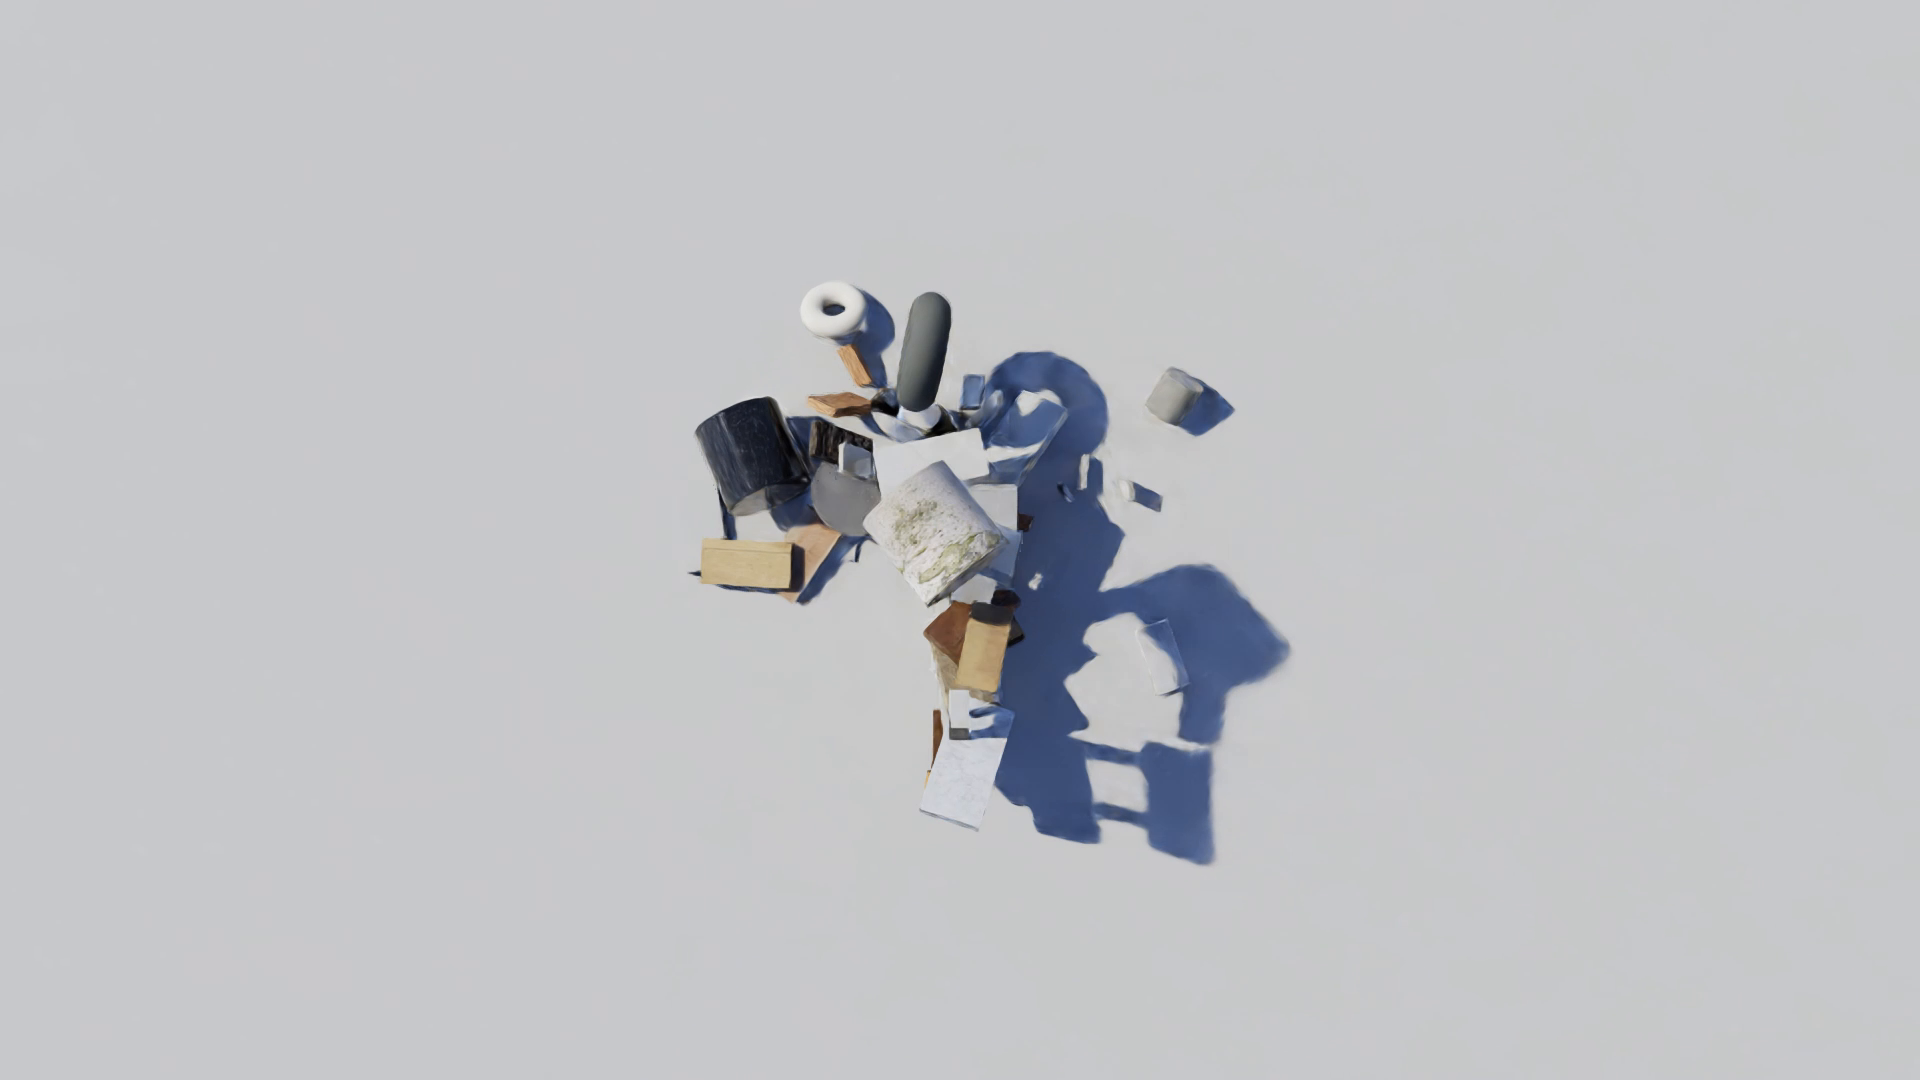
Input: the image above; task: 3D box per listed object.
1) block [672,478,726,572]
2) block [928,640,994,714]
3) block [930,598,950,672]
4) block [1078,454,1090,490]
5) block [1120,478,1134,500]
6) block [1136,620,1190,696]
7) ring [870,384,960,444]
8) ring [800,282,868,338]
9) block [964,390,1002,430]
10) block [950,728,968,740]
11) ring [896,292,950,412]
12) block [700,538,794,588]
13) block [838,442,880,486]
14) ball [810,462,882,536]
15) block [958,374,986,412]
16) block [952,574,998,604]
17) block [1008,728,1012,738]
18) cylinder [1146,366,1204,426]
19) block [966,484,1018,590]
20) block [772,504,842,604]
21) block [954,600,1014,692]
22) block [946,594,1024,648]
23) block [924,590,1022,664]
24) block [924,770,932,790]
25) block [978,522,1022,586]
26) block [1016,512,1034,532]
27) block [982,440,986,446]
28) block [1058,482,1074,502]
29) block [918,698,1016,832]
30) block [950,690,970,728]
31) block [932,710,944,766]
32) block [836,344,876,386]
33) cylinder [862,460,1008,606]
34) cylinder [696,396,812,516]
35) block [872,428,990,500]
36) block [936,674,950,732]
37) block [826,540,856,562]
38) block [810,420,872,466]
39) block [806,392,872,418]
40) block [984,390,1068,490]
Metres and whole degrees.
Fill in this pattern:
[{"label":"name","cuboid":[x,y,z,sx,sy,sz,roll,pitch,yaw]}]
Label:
[{"label":"block","cuboid":[-0.861,-0.048,5.479,0.149,0.042,0.297,-8,90,0]},{"label":"block","cuboid":[0.000,0.401,5.210,0.148,0.042,0.295,-4,57,-17]},{"label":"block","cuboid":[-0.013,0.290,5.347,0.143,0.041,0.286,5,79,2]},{"label":"block","cuboid":[0.409,-0.226,5.465,0.016,0.056,0.113,7,84,-10]},{"label":"block","cuboid":[0.551,-0.167,5.438,0.016,0.112,0.056,-5,103,-10]},{"label":"block","cuboid":[0.674,0.390,5.484,0.113,0.032,0.226,-19,90,0]},{"label":"ring","cuboid":[-0.145,-0.383,5.335,0.322,0.322,0.107,31,73,0]},{"label":"ring","cuboid":[-0.415,-0.757,5.428,0.224,0.075,0.224,-1,58,1]},{"label":"block","cuboid":[0.076,-0.411,5.415,0.020,0.071,0.188,28,130,-23]},{"label":"block","cuboid":[-0.002,0.538,4.678,0.054,0.109,0.015,0,60,0]},{"label":"ring","cuboid":[-0.112,-0.576,5.067,0.123,0.370,0.370,10,90,-5]},{"label":"block","cuboid":[-0.701,0.076,5.426,0.297,0.042,0.148,3,92,4]},{"label":"block","cuboid":[-0.299,-0.234,5.162,0.185,0.026,0.093,18,64,-39]},{"label":"ball","cuboid":[-0.338,-0.156,5.355,0.290,0.290,0.290,0,90,0]},{"label":"block","cuboid":[0.040,-0.479,5.365,0.071,0.020,0.141,2,52,9]},{"label":"block","cuboid":[0.067,0.082,5.058,0.121,0.384,0.034,14,54,-3]},{"label":"block","cuboid":[0.061,0.563,5.007,0.179,0.358,0.051,9,83,0]},{"label":"cylinder","cuboid":[0.702,-0.471,5.406,0.137,0.137,0.137,32,118,0]},{"label":"block","cuboid":[0.089,-0.007,5.172,0.169,0.048,0.338,-1,114,-4]},{"label":"block","cuboid":[-0.528,0.047,5.460,0.148,0.042,0.297,35,97,0]},{"label":"block","cuboid":[0.070,0.303,4.702,0.121,0.034,0.242,12,85,0]},{"label":"block","cuboid":[0.069,0.224,5.285,0.148,0.042,0.295,-24,64,-16]},{"label":"block","cuboid":[0.041,0.246,5.222,0.148,0.042,0.295,40,65,18]},{"label":"block","cuboid":[-0.012,0.729,4.917,0.179,0.358,0.051,11,83,1]},{"label":"block","cuboid":[0.103,0.033,4.777,0.121,0.242,0.034,22,121,-3]},{"label":"block","cuboid":[0.047,-0.093,5.387,0.378,0.093,0.026,13,109,5]},{"label":"block","cuboid":[0.111,-0.239,5.487,0.093,0.026,0.185,-6,90,0]},{"label":"block","cuboid":[0.350,-0.158,5.439,0.016,0.113,0.056,-33,100,1]},{"label":"block","cuboid":[0.022,0.636,4.735,0.179,0.051,0.358,17,67,4]},{"label":"block","cuboid":[-0.001,0.473,4.621,0.054,0.015,0.109,0,87,0]},{"label":"block","cuboid":[-0.002,0.678,5.341,0.174,0.347,0.049,-1,123,0]},{"label":"block","cuboid":[-0.344,-0.578,5.447,0.020,0.071,0.141,-47,115,-42]},{"label":"cylinder","cuboid":[-0.067,-0.017,4.532,0.287,0.287,0.287,-39,83,0]},{"label":"cylinder","cuboid":[-0.668,-0.268,5.332,0.287,0.287,0.287,-24,80,0]},{"label":"block","cuboid":[-0.088,-0.230,5.110,0.338,0.048,0.169,-12,64,1]},{"label":"block","cuboid":[0.019,0.517,5.376,0.174,0.049,0.347,-6,55,-3]},{"label":"block","cuboid":[-0.412,0.030,5.491,0.129,0.018,0.064,8,90,0]},{"label":"block","cuboid":[-0.371,-0.290,5.157,0.226,0.032,0.113,18,64,-41]},{"label":"block","cuboid":[-0.383,-0.440,5.367,0.113,0.226,0.032,25,111,28]},{"label":"block","cuboid":[0.136,-0.243,5.354,0.169,0.048,0.545,26,68,23]}]
